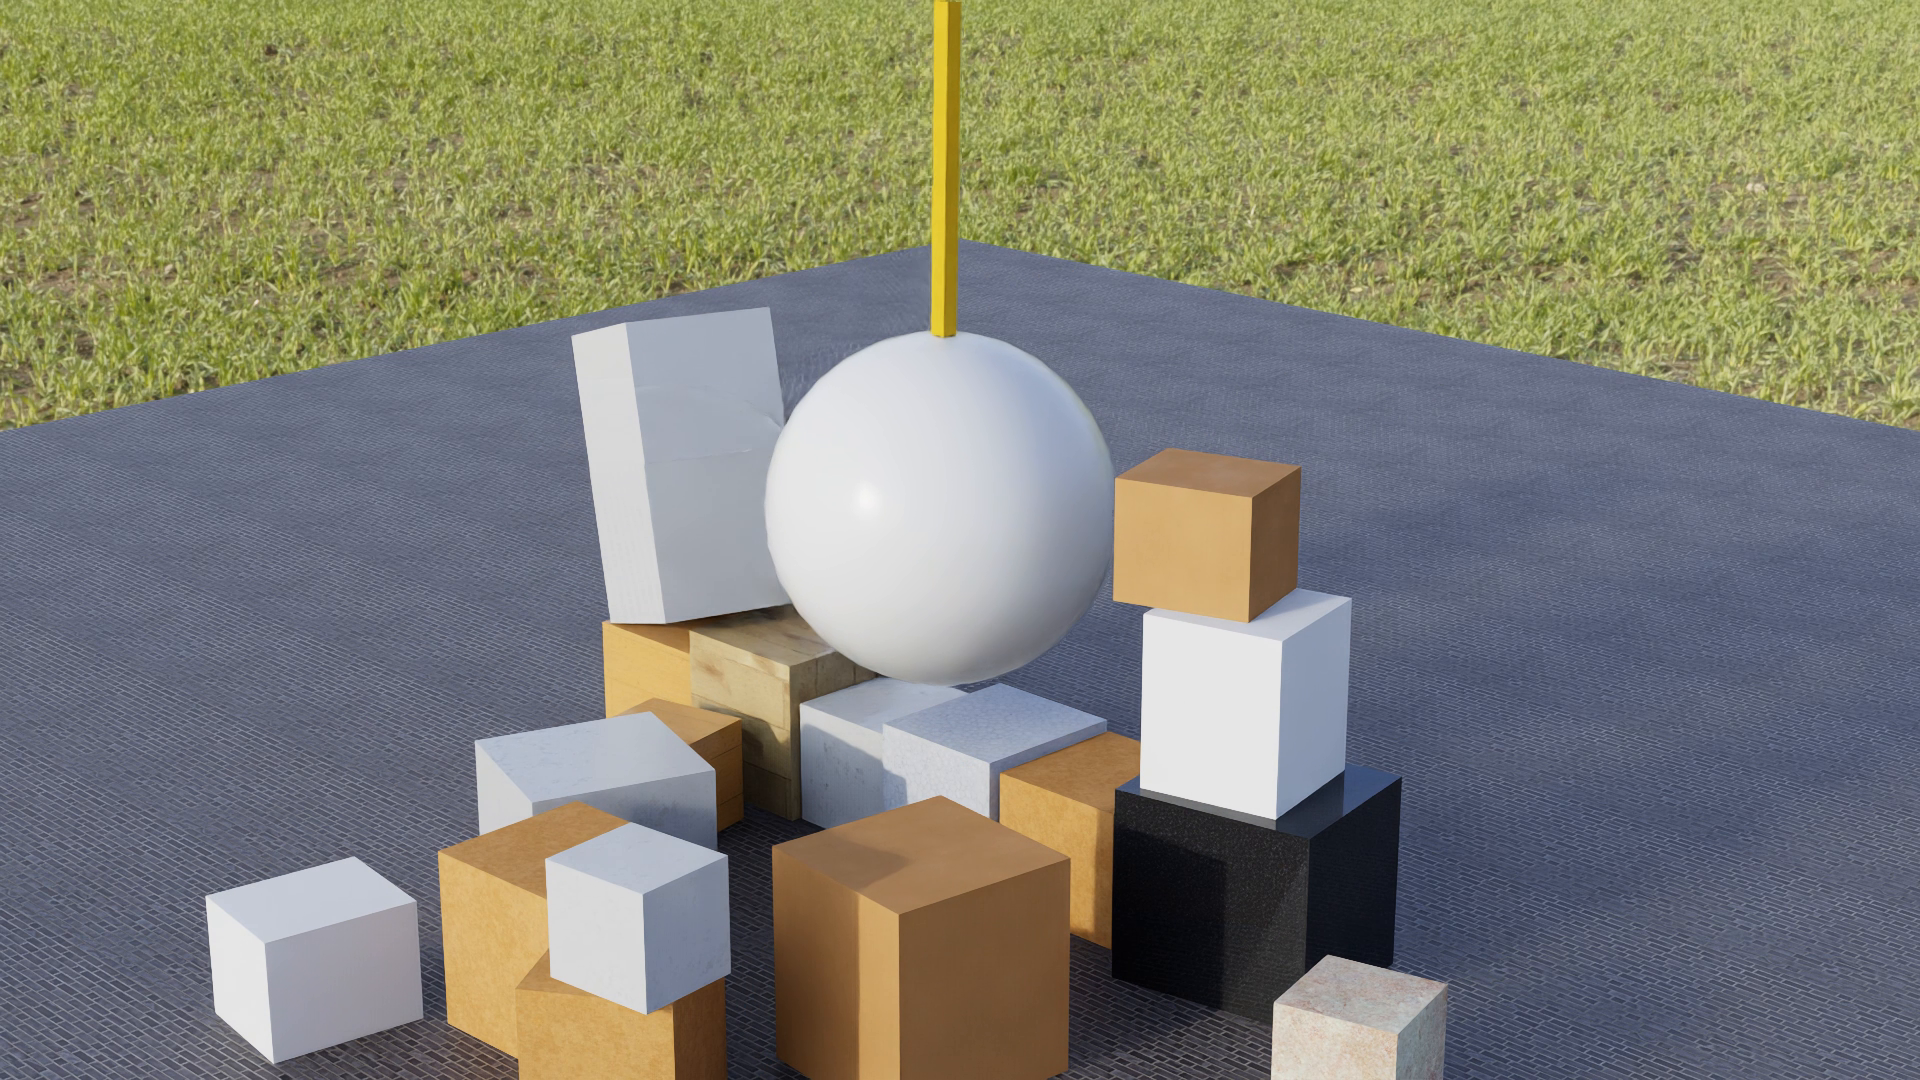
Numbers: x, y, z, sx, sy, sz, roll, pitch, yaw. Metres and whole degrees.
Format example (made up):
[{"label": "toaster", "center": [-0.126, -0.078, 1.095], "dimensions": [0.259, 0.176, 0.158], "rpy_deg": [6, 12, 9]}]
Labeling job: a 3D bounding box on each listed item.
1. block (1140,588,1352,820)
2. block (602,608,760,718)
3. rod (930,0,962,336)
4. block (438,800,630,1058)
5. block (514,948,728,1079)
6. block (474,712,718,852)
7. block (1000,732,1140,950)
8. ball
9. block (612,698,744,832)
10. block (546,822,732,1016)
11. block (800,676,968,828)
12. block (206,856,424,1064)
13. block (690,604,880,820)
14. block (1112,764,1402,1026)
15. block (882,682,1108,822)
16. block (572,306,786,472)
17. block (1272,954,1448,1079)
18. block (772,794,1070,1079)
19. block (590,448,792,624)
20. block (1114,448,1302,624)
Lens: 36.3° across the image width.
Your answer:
[{"label": "block", "center": [1.187, 0.636, 12.174], "dimensions": [0.629, 0.764, 0.641], "rpy_deg": [11, 20, 31]}, {"label": "block", "center": [-1.298, 0.720, 14.954], "dimensions": [0.687, 0.658, 0.758], "rpy_deg": [17, 24, 42]}, {"label": "rod", "center": [-0.036, -3.402, 12.235], "dimensions": [0.080, 5.200, 0.080], "rpy_deg": [17, 23, 42]}, {"label": "block", "center": [-1.567, 1.619, 11.913], "dimensions": [0.789, 0.767, 0.723], "rpy_deg": [16, 23, 41]}, {"label": "block", "center": [-1.268, 1.911, 11.083], "dimensions": [0.606, 0.708, 0.628], "rpy_deg": [4, 18, 12]}, {"label": "block", "center": [-1.599, 1.305, 12.910], "dimensions": [0.825, 0.769, 0.792], "rpy_deg": [-8, 19, -25]}, {"label": "block", "center": [0.667, 1.325, 13.074], "dimensions": [0.673, 0.632, 0.718], "rpy_deg": [16, 24, 42]}, {"label": "ball", "center": [-0.083, -0.145, 13.209], "dimensions": [1.600, 1.600, 1.600], "rpy_deg": [0, 17, 0]}, {"label": "block", "center": [-1.395, 1.112, 13.953], "dimensions": [0.531, 0.512, 0.492], "rpy_deg": [11, 20, 31]}, {"label": "block", "center": [-1.181, 1.385, 10.787], "dimensions": [0.497, 0.474, 0.442], "rpy_deg": [14, 22, 37]}, {"label": "block", "center": [-0.296, 1.055, 14.003], "dimensions": [0.664, 0.590, 0.648], "rpy_deg": [-17, 24, -42]}, {"label": "block", "center": [-2.644, 1.711, 12.022], "dimensions": [0.663, 0.527, 0.565], "rpy_deg": [-13, 22, -35]}, {"label": "block", "center": [-0.808, 0.818, 14.430], "dimensions": [0.719, 0.786, 0.733], "rpy_deg": [-17, 24, -42]}, {"label": "block", "center": [1.250, 1.424, 12.376], "dimensions": [0.915, 0.861, 0.809], "rpy_deg": [12, 21, 33]}, {"label": "block", "center": [0.161, 1.159, 13.509], "dimensions": [0.764, 0.689, 0.686], "rpy_deg": [-16, 24, -42]}, {"label": "block", "center": [-1.406, -0.750, 14.669], "dimensions": [0.774, 0.691, 0.723], "rpy_deg": [-9, 3, -28]}, {"label": "block", "center": [1.521, 1.971, 11.187], "dimensions": [0.502, 0.532, 0.485], "rpy_deg": [10, 20, 30]}, {"label": "block", "center": [-0.153, 1.652, 11.559], "dimensions": [0.841, 0.917, 0.815], "rpy_deg": [-13, 22, -36]}, {"label": "block", "center": [-1.273, -0.028, 14.623], "dimensions": [0.829, 0.771, 0.792], "rpy_deg": [-9, 3, -26]}, {"label": "block", "center": [1.023, -0.027, 12.129], "dimensions": [0.604, 0.528, 0.523], "rpy_deg": [9, 20, 27]}]
